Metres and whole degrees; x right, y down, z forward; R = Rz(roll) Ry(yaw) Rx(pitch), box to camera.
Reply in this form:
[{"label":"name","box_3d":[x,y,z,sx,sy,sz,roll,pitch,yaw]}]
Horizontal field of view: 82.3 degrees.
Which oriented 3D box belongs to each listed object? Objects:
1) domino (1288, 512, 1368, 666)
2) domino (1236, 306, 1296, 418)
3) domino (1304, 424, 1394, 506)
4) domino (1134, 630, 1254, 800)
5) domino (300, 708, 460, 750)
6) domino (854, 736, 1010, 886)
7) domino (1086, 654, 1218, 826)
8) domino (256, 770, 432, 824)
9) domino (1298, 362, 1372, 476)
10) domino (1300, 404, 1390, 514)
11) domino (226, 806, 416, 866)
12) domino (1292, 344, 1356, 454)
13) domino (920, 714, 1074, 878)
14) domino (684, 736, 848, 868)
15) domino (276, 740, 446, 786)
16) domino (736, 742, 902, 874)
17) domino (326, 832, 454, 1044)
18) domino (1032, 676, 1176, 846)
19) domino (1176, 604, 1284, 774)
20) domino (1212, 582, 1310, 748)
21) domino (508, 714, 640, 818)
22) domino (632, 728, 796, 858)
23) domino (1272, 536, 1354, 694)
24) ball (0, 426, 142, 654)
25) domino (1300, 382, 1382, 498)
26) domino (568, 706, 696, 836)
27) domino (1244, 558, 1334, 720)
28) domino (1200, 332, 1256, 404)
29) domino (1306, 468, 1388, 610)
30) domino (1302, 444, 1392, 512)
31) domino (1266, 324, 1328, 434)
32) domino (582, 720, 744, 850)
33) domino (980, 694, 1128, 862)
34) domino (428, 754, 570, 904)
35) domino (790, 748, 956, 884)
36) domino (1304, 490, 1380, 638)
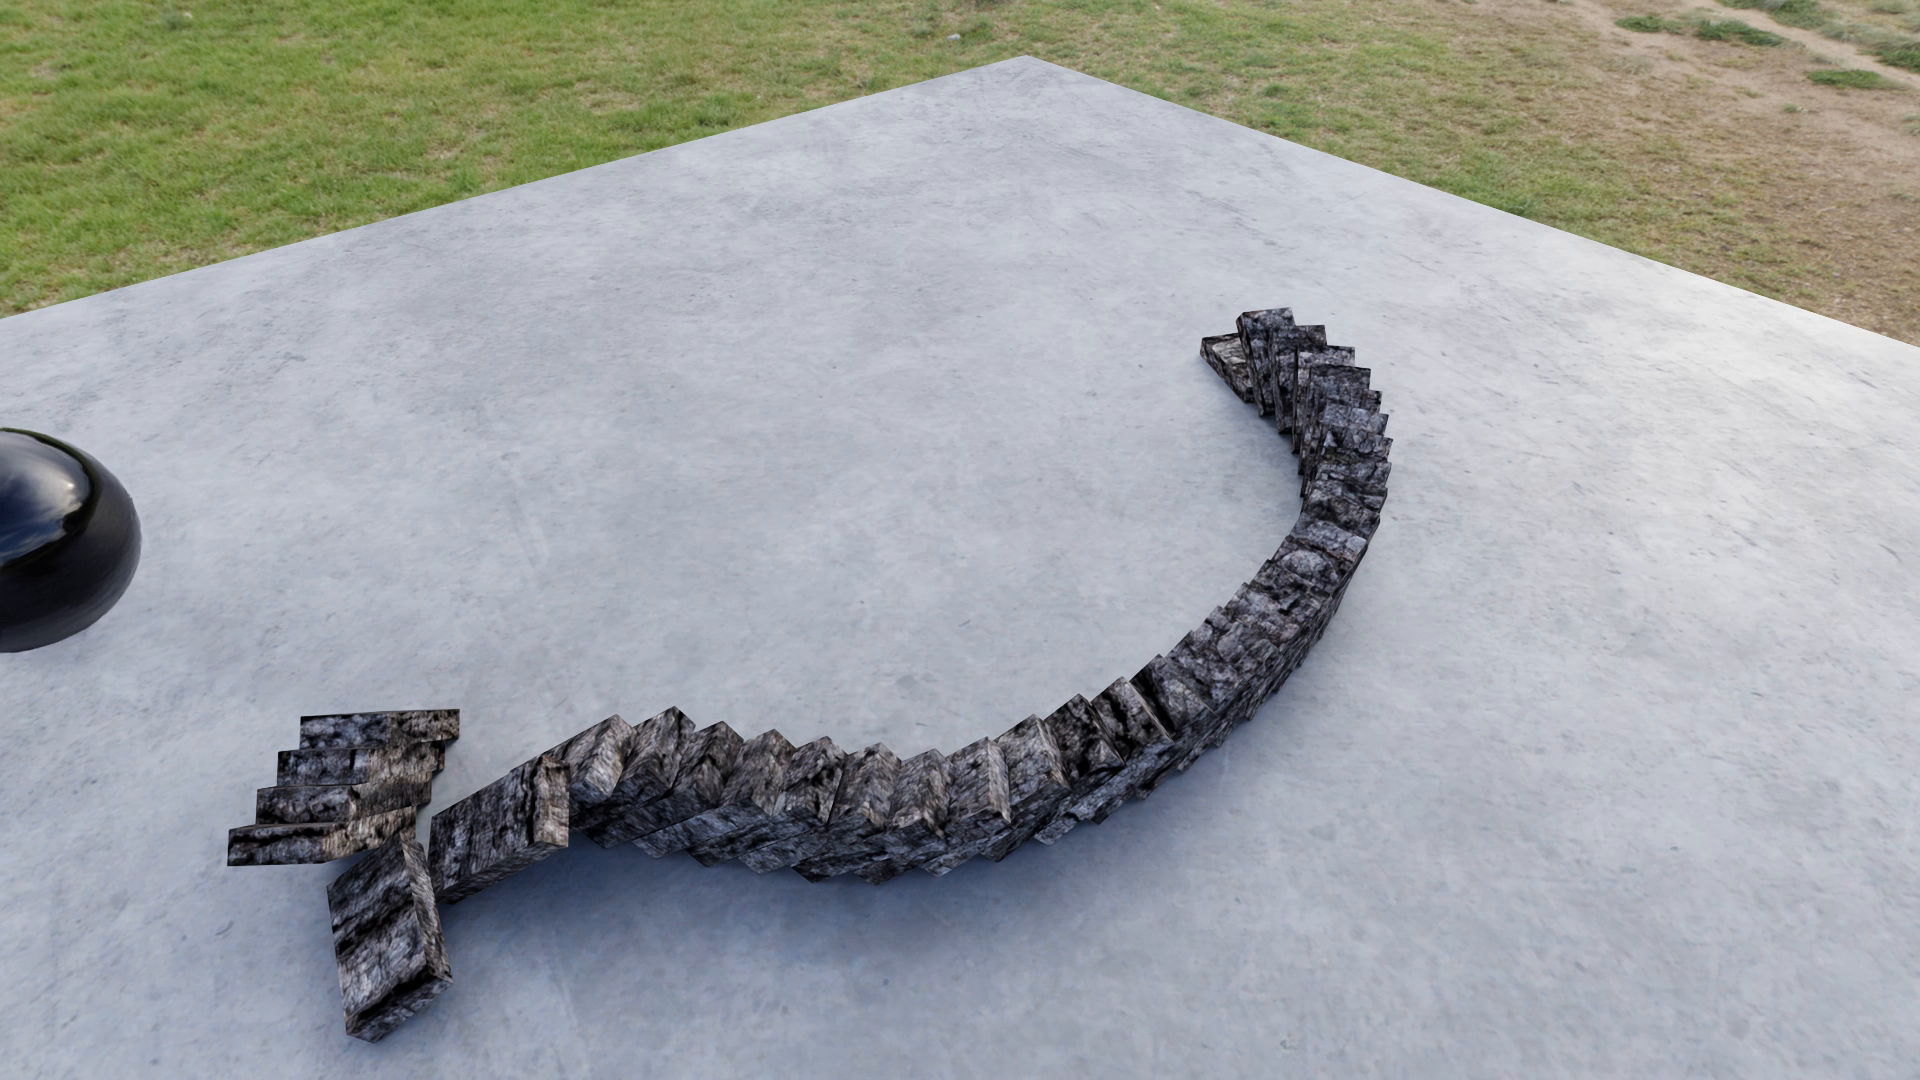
[{"label":"domino","box_3d":[0.124,0.018,0.400,0.025,0.010,0.050,28,84,30]},{"label":"domino","box_3d":[0.151,-0.085,0.525,0.025,0.009,0.050,-8,77,-10]},{"label":"domino","box_3d":[0.155,-0.020,0.446,0.025,0.009,0.050,17,78,20]},{"label":"domino","box_3d":[0.067,0.056,0.353,0.050,0.010,0.025,-47,48,3]},{"label":"domino","box_3d":[-0.180,0.059,0.345,0.025,0.050,0.010,-1,83,-2]},{"label":"domino","box_3d":[-0.009,0.080,0.323,0.050,0.010,0.025,-31,34,23]},{"label":"domino","box_3d":[0.053,0.062,0.345,0.050,0.009,0.025,-44,46,7]},{"label":"domino","box_3d":[-0.180,0.076,0.325,0.025,0.050,0.009,-1,83,-2]},{"label":"domino","box_3d":[0.165,-0.052,0.485,0.025,0.010,0.050,8,76,9]},{"label":"domino","box_3d":[0.160,-0.030,0.459,0.025,0.010,0.050,14,77,16]},{"label":"domino","box_3d":[-0.180,0.084,0.314,0.025,0.050,0.009,-2,83,0]},{"label":"domino","box_3d":[0.165,-0.063,0.499,0.025,0.009,0.050,5,76,5]},{"label":"domino","box_3d":[0.008,0.076,0.328,0.050,0.009,0.025,-36,38,16]},{"label":"domino","box_3d":[-0.058,0.078,0.326,0.050,0.009,0.025,-26,29,29]},{"label":"domino","box_3d":[-0.181,0.067,0.335,0.025,0.050,0.009,-1,83,-2]},{"label":"domino","box_3d":[-0.042,0.079,0.324,0.050,0.010,0.025,-26,30,29]},{"label":"domino","box_3d":[-0.158,0.108,0.304,0.025,0.010,0.050,-37,47,-5]},{"label":"domino","box_3d":[0.039,0.068,0.338,0.050,0.010,0.025,-41,43,10]},{"label":"domino","box_3d":[0.080,0.049,0.362,0.050,0.009,0.025,-50,52,0]},{"label":"domino","box_3d":[0.092,0.042,0.371,0.025,0.009,0.050,37,88,36]},{"label":"domino","box_3d":[-0.121,0.073,0.331,0.050,0.009,0.025,-28,29,25]},{"label":"domino","box_3d":[-0.074,0.076,0.328,0.050,0.010,0.025,-26,29,29]},{"label":"domino","box_3d":[0.114,0.026,0.390,0.025,0.009,0.050,31,85,32]},{"label":"ball","box_3d":[-0.338,0.000,0.388,0.080,0.080,0.080,0,39,0]},{"label":"domino","box_3d":[0.164,-0.041,0.472,0.025,0.009,0.050,12,77,14]},{"label":"domino","box_3d":[-0.105,0.071,0.334,0.050,0.009,0.025,-28,29,25]},{"label":"domino","box_3d":[0.103,0.034,0.380,0.025,0.010,0.050,34,87,34]},{"label":"domino","box_3d":[0.143,-0.087,0.549,0.025,0.010,0.050,-10,40,-12]},{"label":"domino","box_3d":[0.142,0.000,0.422,0.025,0.009,0.050,23,81,25]},{"label":"domino","box_3d":[0.149,-0.010,0.434,0.025,0.009,0.050,20,80,22]},{"label":"domino","box_3d":[0.159,-0.075,0.513,0.025,0.009,0.050,-2,76,-3]},{"label":"domino","box_3d":[-0.090,0.074,0.331,0.050,0.010,0.025,-25,30,29]},{"label":"domino","box_3d":[0.024,0.072,0.333,0.050,0.010,0.025,-39,41,12]},{"label":"domino","box_3d":[-0.133,0.083,0.315,0.050,0.010,0.025,-29,52,23]},{"label":"domino","box_3d":[-0.025,0.081,0.322,0.050,0.009,0.025,-27,31,29]},{"label":"domino","box_3d":[0.134,0.009,0.411,0.025,0.009,0.050,26,82,28]}]
